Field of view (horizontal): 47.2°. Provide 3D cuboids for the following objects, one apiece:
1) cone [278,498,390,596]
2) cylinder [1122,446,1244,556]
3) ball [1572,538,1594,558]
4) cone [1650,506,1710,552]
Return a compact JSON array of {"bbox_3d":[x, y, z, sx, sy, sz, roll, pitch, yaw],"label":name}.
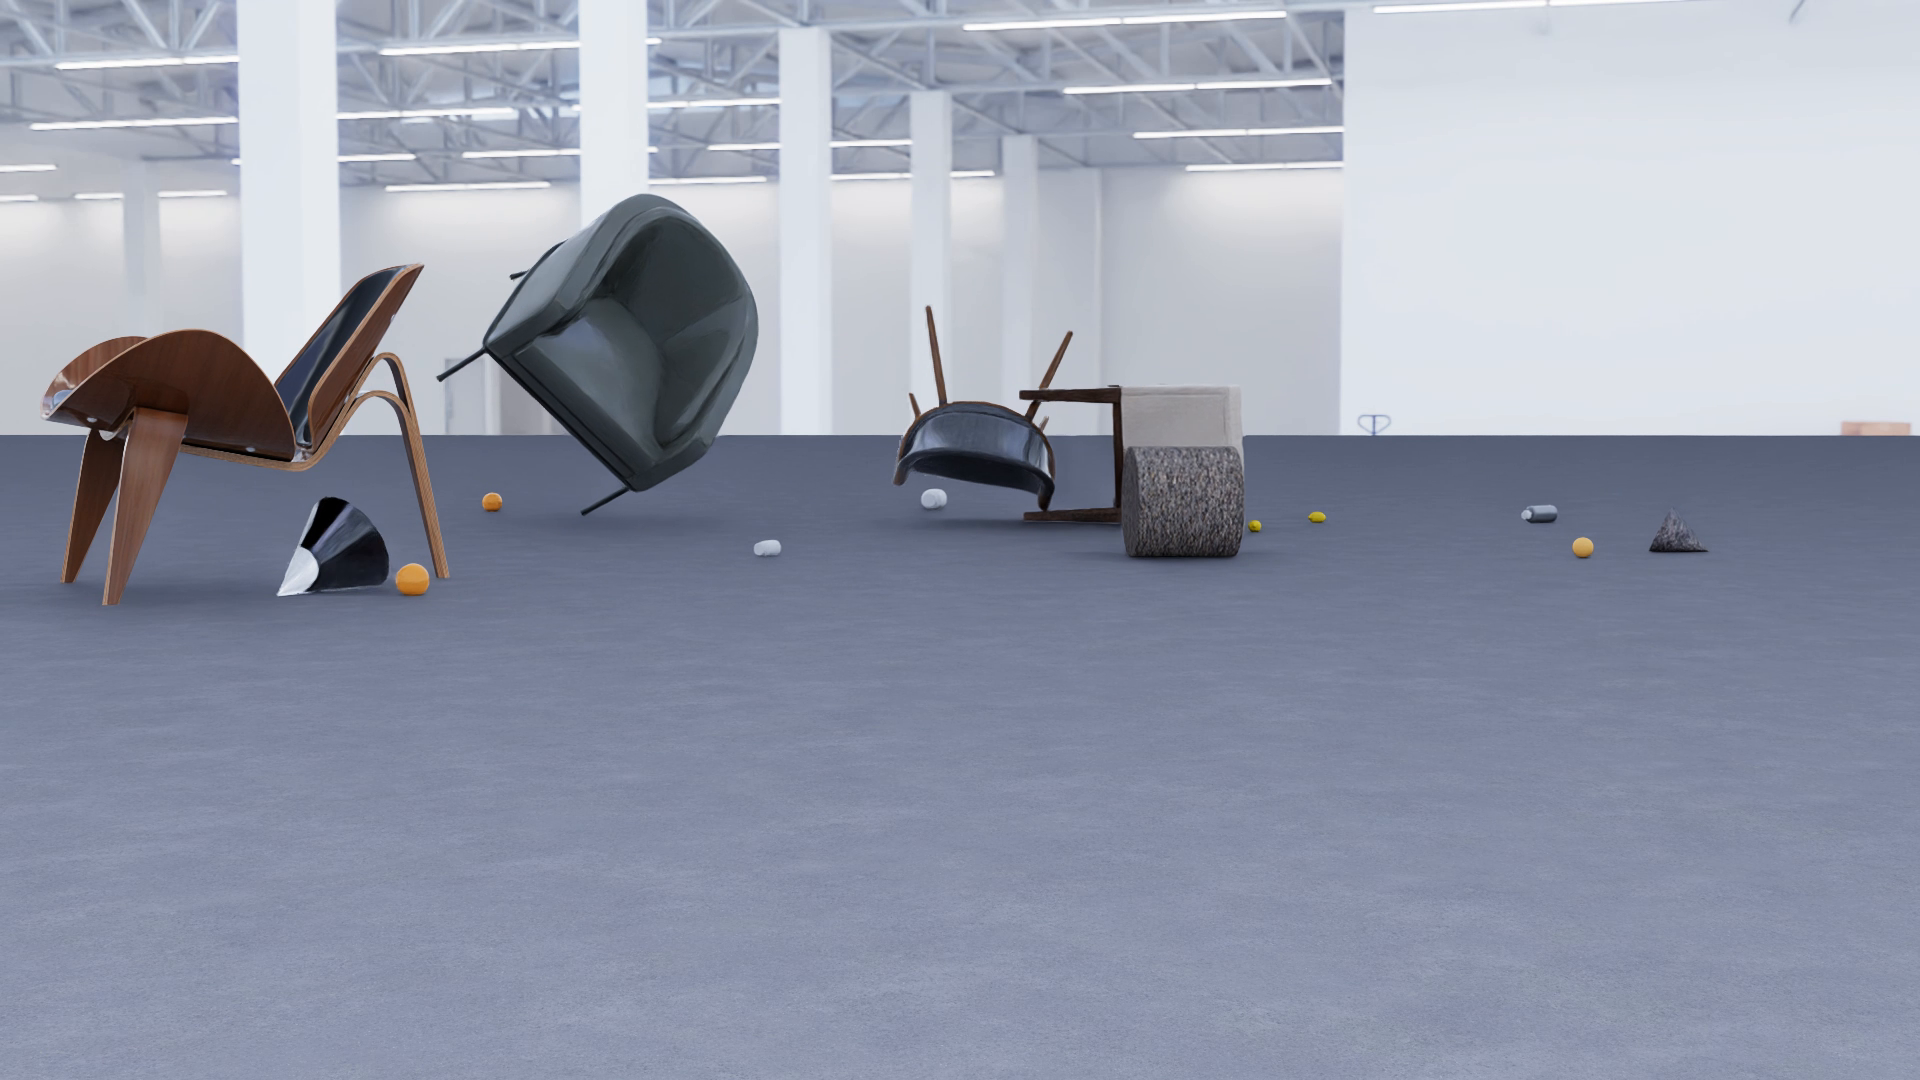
[{"bbox_3d":[-1.426,0.063,4.854,0.223,0.230,0.248,-45,0,-43],"label":"cone"},{"bbox_3d":[0.594,-0.103,5.888,0.278,0.297,0.296,0,-37,-5],"label":"cylinder"},{"bbox_3d":[1.658,0.020,5.851,0.055,0.055,0.055,0,4,0],"label":"ball"},{"bbox_3d":[2.013,0.000,6.102,0.145,0.130,0.260,28,21,17],"label":"cone"}]
